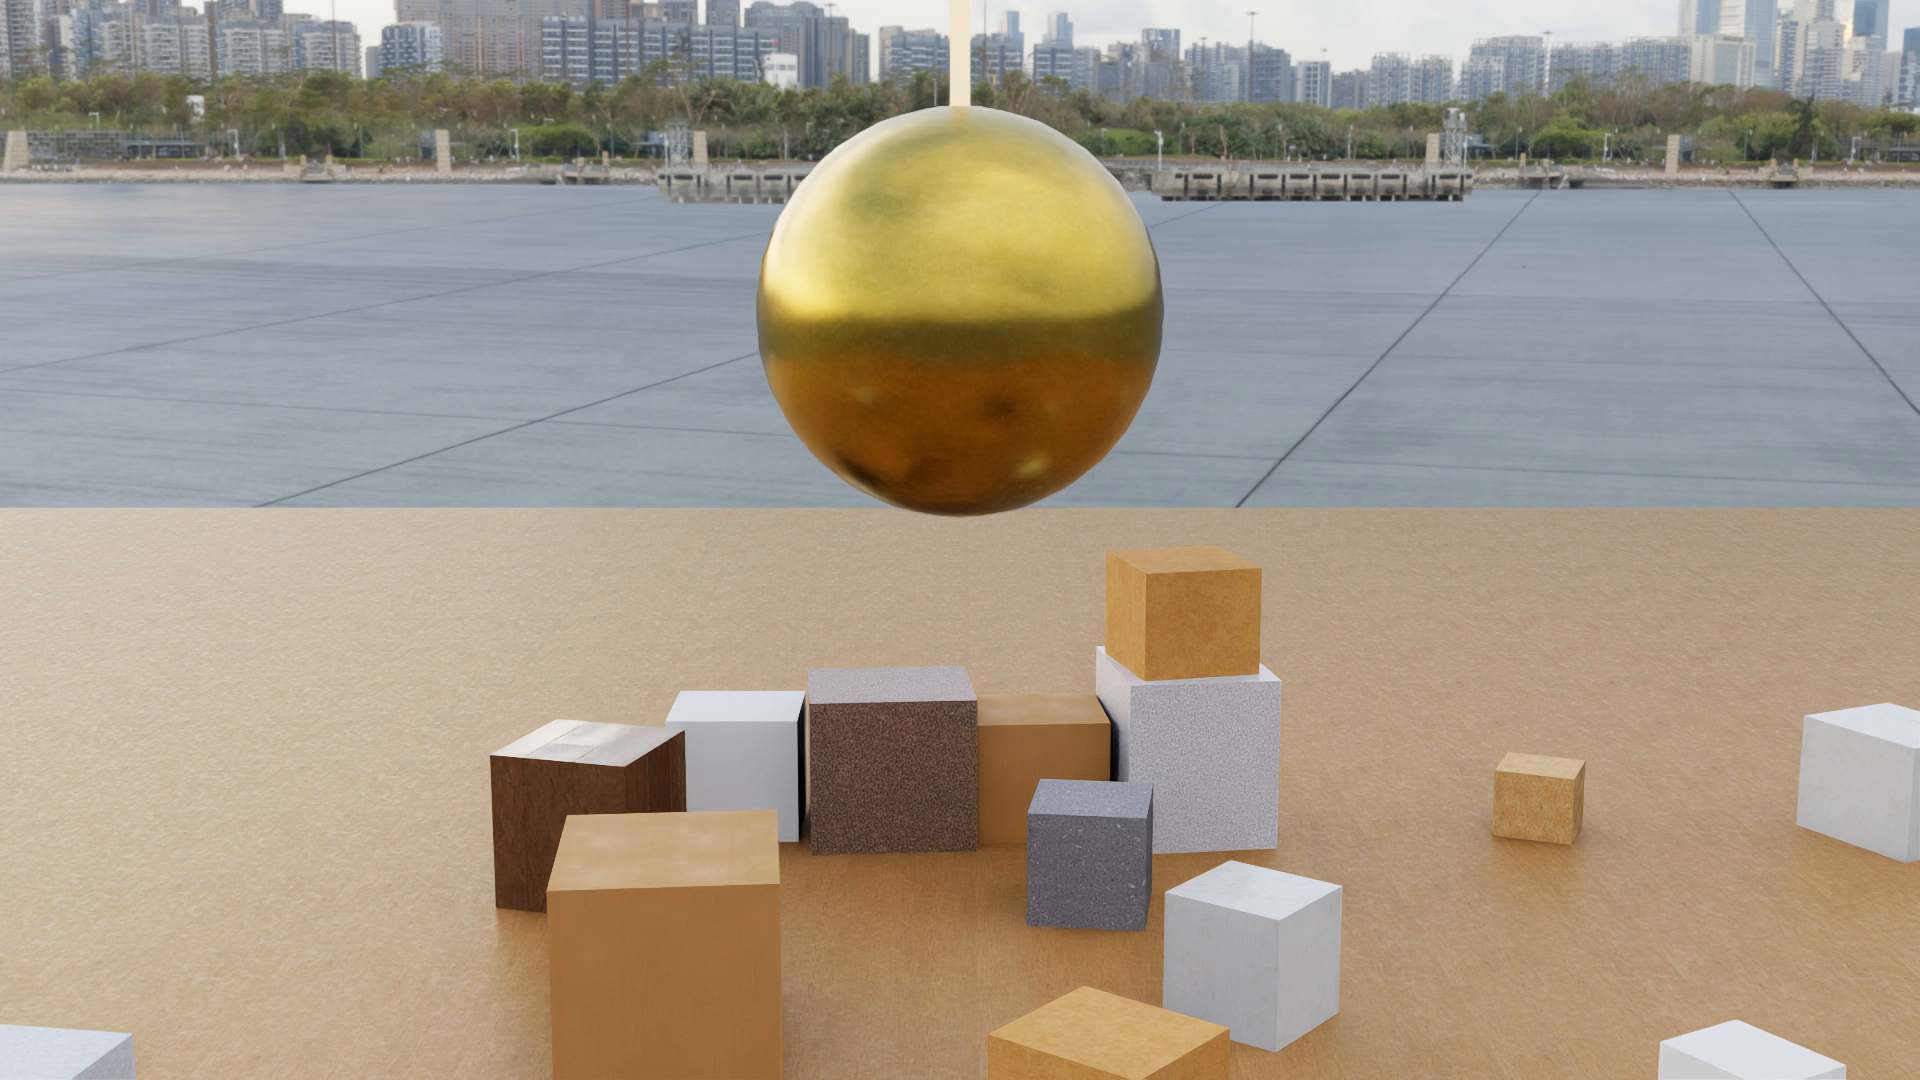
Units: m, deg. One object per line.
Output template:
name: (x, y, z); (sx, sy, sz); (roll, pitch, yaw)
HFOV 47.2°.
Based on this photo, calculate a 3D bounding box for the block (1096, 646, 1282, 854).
block: (1.157, 1.056, 11.336); (0.762, 0.866, 0.861); (-1, 10, -8)

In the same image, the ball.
ball: (0.000, -0.889, 8.624); (1.600, 1.600, 1.600); (0, 10, 0)

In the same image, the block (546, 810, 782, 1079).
block: (-1.136, 1.587, 8.639); (0.855, 0.787, 0.925); (-1, 10, -5)

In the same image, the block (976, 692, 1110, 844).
block: (0.397, 1.172, 11.395); (0.677, 0.617, 0.628); (-1, 10, -4)

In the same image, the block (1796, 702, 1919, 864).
block: (4.772, 1.224, 11.204); (0.607, 0.584, 0.693); (-5, 11, -26)

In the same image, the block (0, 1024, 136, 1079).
block: (-3.057, 1.973, 6.807); (0.698, 0.683, 0.739); (2, 10, 9)

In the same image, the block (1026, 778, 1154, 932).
block: (0.605, 1.444, 10.141); (0.534, 0.530, 0.550); (1, 10, 8)

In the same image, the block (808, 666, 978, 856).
block: (-0.357, 1.115, 11.259); (0.827, 0.777, 0.728); (-1, 10, -5)

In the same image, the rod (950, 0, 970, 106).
rod: (0.000, -4.205, 9.378); (0.080, 5.200, 0.080); (0, -13, 0)

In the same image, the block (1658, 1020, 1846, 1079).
block: (2.660, 1.962, 7.427); (0.380, 0.483, 0.452); (-6, 12, -30)

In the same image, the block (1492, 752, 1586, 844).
block: (2.980, 1.326, 11.316); (0.395, 0.343, 0.377); (5, 11, 24)

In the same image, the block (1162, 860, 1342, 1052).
block: (1.181, 1.668, 8.878); (0.523, 0.542, 0.506); (8, 13, 37)

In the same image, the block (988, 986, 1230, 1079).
block: (0.497, 1.921, 7.372); (0.600, 0.582, 0.546); (8, 13, 38)

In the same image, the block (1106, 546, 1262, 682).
block: (1.129, 0.364, 11.206); (0.605, 0.542, 0.636); (-3, 11, -14)

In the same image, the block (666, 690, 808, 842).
block: (-1.149, 1.165, 11.399); (0.663, 0.630, 0.617); (0, 10, 0)

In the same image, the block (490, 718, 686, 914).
block: (-1.732, 1.304, 10.341); (0.675, 0.734, 0.662); (3, 11, 17)
